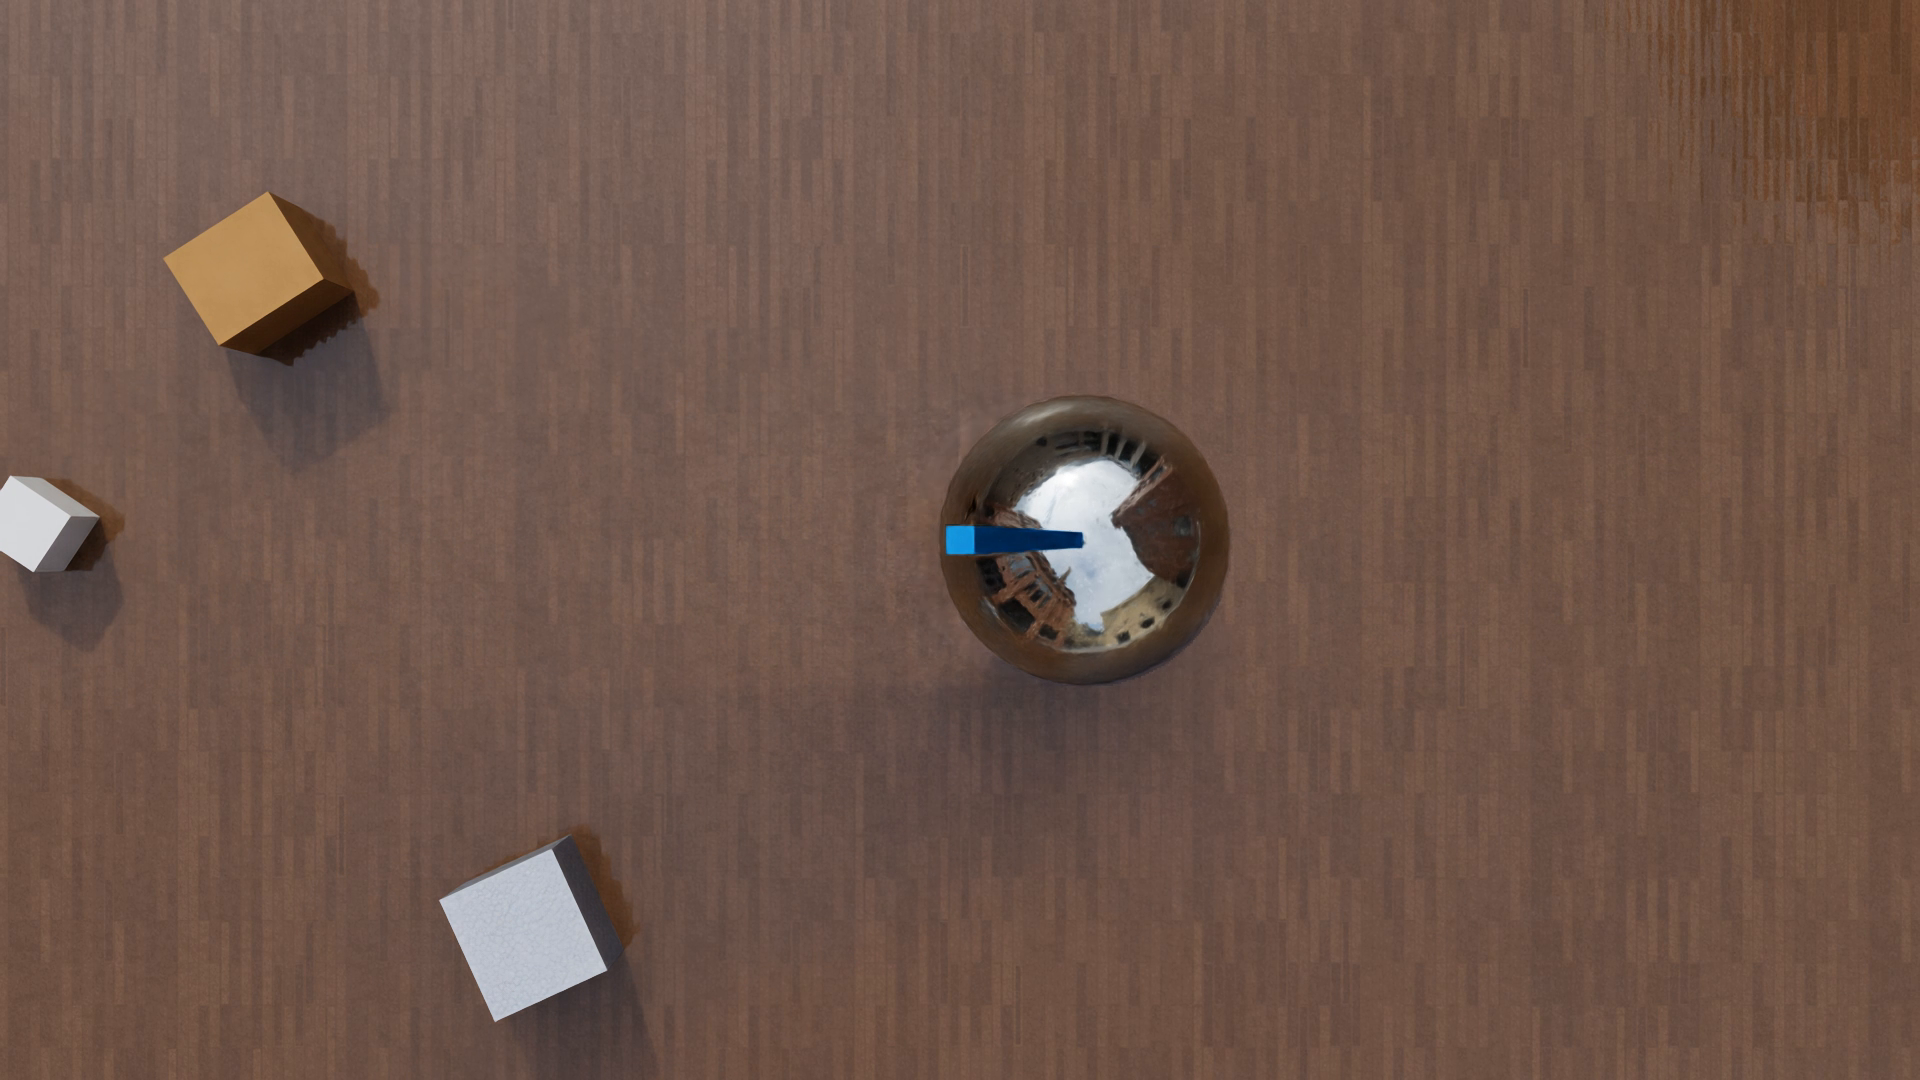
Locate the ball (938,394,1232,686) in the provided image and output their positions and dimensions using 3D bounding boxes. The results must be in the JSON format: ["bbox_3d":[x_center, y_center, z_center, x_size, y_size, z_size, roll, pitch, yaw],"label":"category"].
[{"bbox_3d":[0.680,0.000,12.061,1.600,1.600,1.600,0,90,0],"label":"ball"}]

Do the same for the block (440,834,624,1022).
[{"bbox_3d":[-2.457,2.224,12.686,0.695,0.627,0.752,-25,90,0],"label":"block"}]

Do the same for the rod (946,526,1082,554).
[{"bbox_3d":[0.295,0.000,8.683,0.080,5.200,0.080,0,90,7],"label":"rod"}]

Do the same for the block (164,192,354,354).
[{"bbox_3d":[-4.031,-1.528,12.686,0.700,0.629,0.583,-33,90,0],"label":"block"}]

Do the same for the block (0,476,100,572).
[{"bbox_3d":[-5.363,-0.091,12.786,0.414,0.429,0.386,34,90,0],"label":"block"}]
